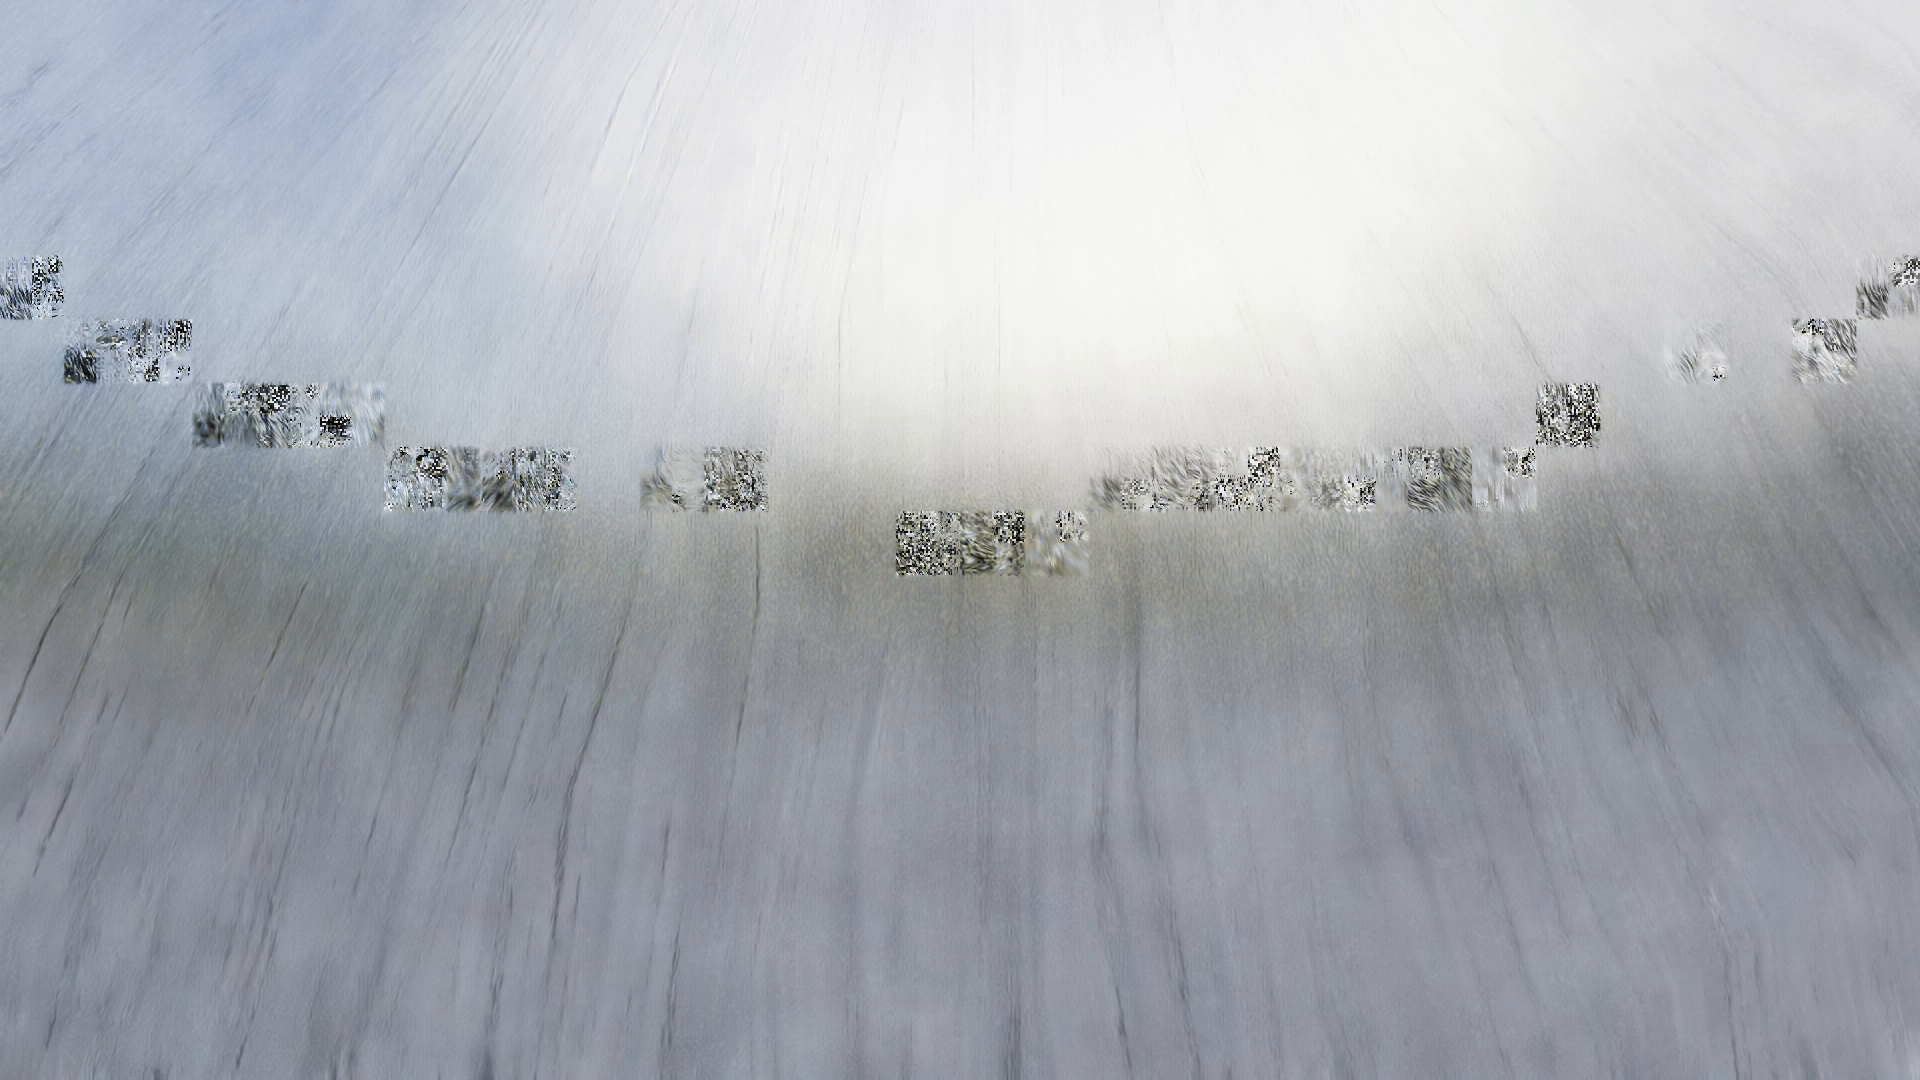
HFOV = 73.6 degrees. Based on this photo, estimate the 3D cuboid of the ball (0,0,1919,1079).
[{"bbox_3d":[0.000,-0.002,0.056,0.080,0.080,0.080,0,4,0],"label":"ball"}]
